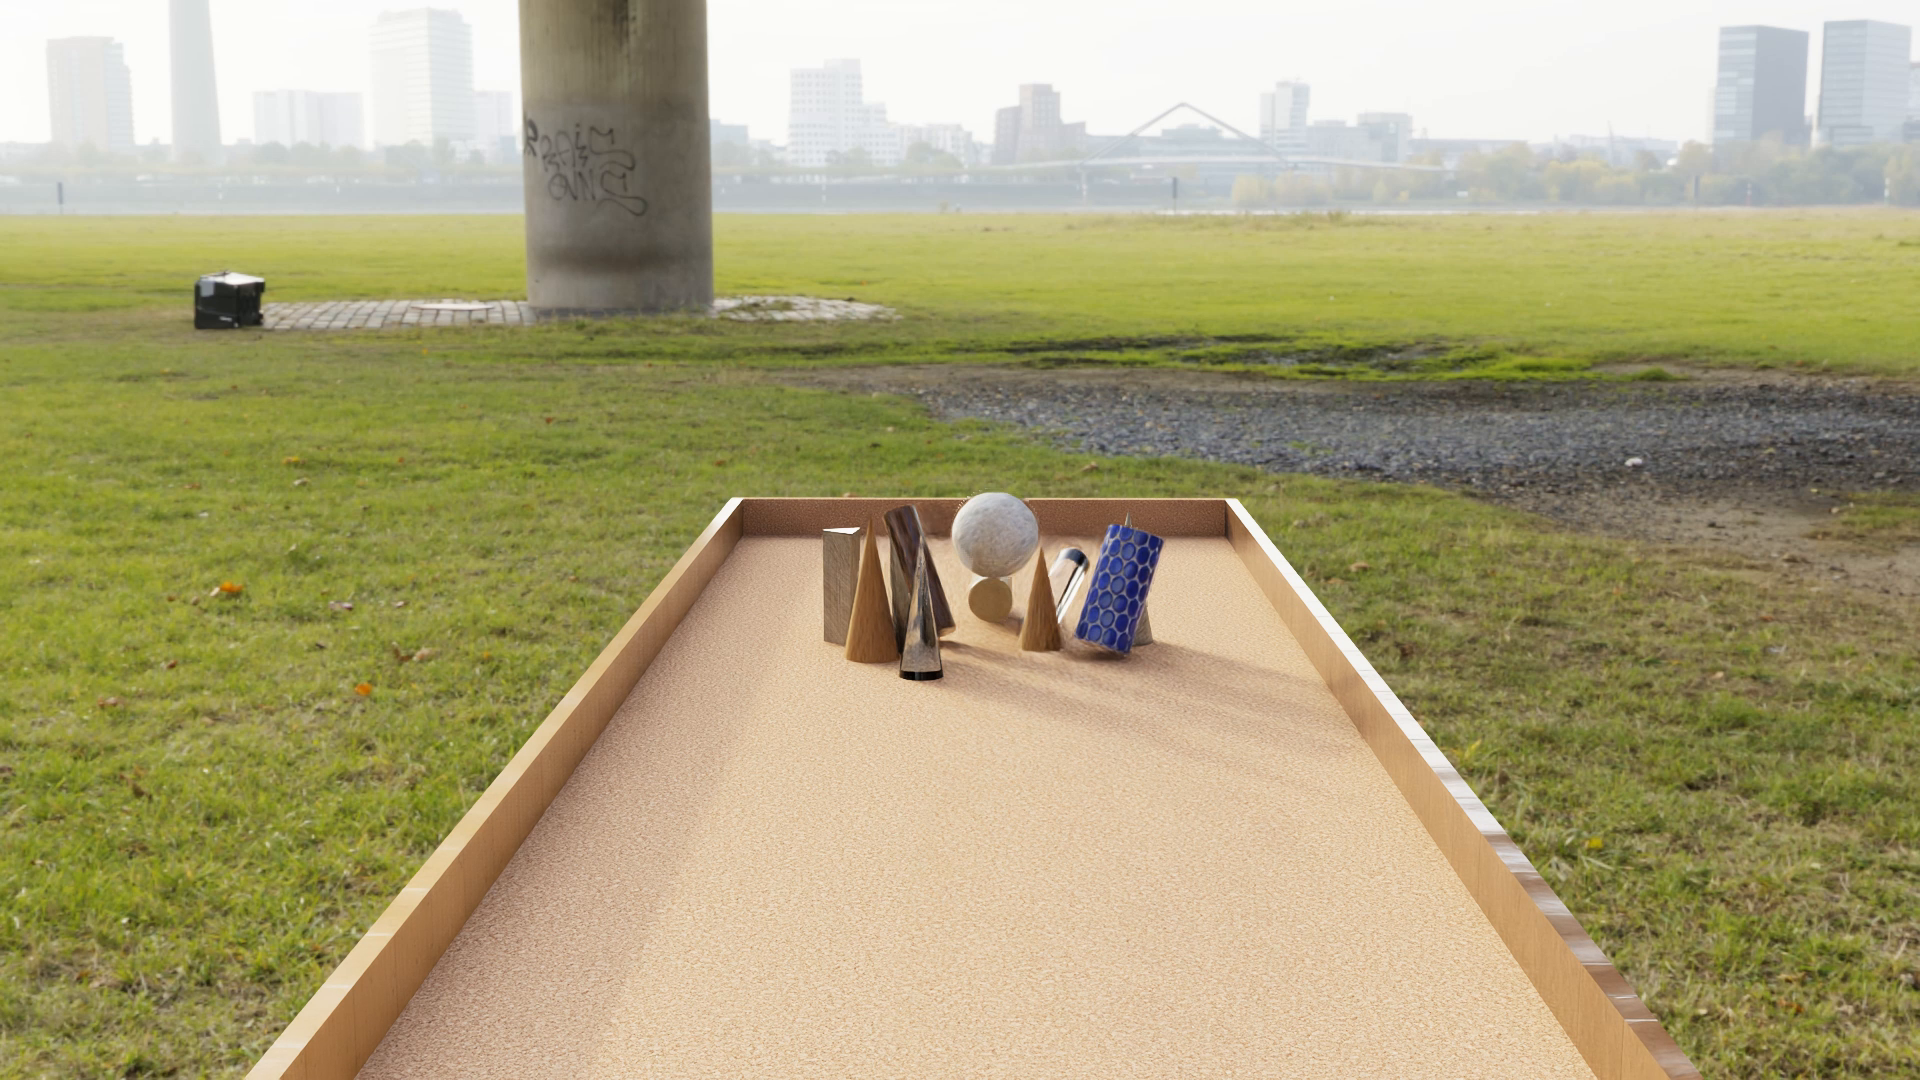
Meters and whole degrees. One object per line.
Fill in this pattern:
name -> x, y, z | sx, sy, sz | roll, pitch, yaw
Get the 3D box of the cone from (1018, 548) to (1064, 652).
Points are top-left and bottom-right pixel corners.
cone -> 0.254, 0.175, 6.866 | 0.145, 0.325, 0.145 | 0, 9, 0

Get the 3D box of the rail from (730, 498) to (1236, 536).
rail -> 0.099, -0.098, 9.147 | 2.100, 0.150, 0.050 | 0, 9, 1

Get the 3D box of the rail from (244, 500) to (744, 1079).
rail -> -1.004, 0.839, 3.234 | 0.050, 0.150, 12.000 | 0, 9, 1

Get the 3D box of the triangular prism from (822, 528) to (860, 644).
triangular prism -> -0.353, 0.144, 6.958 | 0.121, 0.357, 0.105 | 7, 12, 38

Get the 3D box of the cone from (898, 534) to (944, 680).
cone -> -0.115, 0.190, 6.450 | 0.134, 0.426, 0.134 | 0, 9, 0

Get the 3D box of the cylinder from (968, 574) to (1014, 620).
cylinder -> 0.104, 0.175, 7.404 | 0.147, 0.147, 0.346 | 0, 5, 0

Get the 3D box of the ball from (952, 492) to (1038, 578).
ball -> 0.113, -0.016, 7.136 | 0.281, 0.281, 0.281 | 0, 9, 0

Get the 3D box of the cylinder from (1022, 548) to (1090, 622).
cylinder -> 0.313, 0.170, 7.100 | 0.110, 0.110, 0.321 | 5, 41, 26

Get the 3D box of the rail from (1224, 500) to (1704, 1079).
rail -> 1.046, 0.843, 3.208 | 0.050, 0.150, 12.000 | 0, 9, 1

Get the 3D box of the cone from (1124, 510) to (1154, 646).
cone -> 0.530, 0.111, 6.949 | 0.169, 0.426, 0.169 | 0, 9, 0

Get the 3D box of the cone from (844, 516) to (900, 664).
cone -> -0.271, 0.141, 6.706 | 0.173, 0.442, 0.173 | 0, 9, 0

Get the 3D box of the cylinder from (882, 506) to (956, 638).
cylinder -> -0.130, 0.104, 7.009 | 0.111, 0.422, 0.111 | -18, -15, -5

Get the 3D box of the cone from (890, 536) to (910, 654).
cone -> -0.187, 0.150, 6.746 | 0.100, 0.399, 0.100 | -8, 22, 3

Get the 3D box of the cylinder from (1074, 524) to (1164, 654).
cylinder -> 0.489, 0.152, 6.760 | 0.179, 0.365, 0.179 | 18, -4, 1
